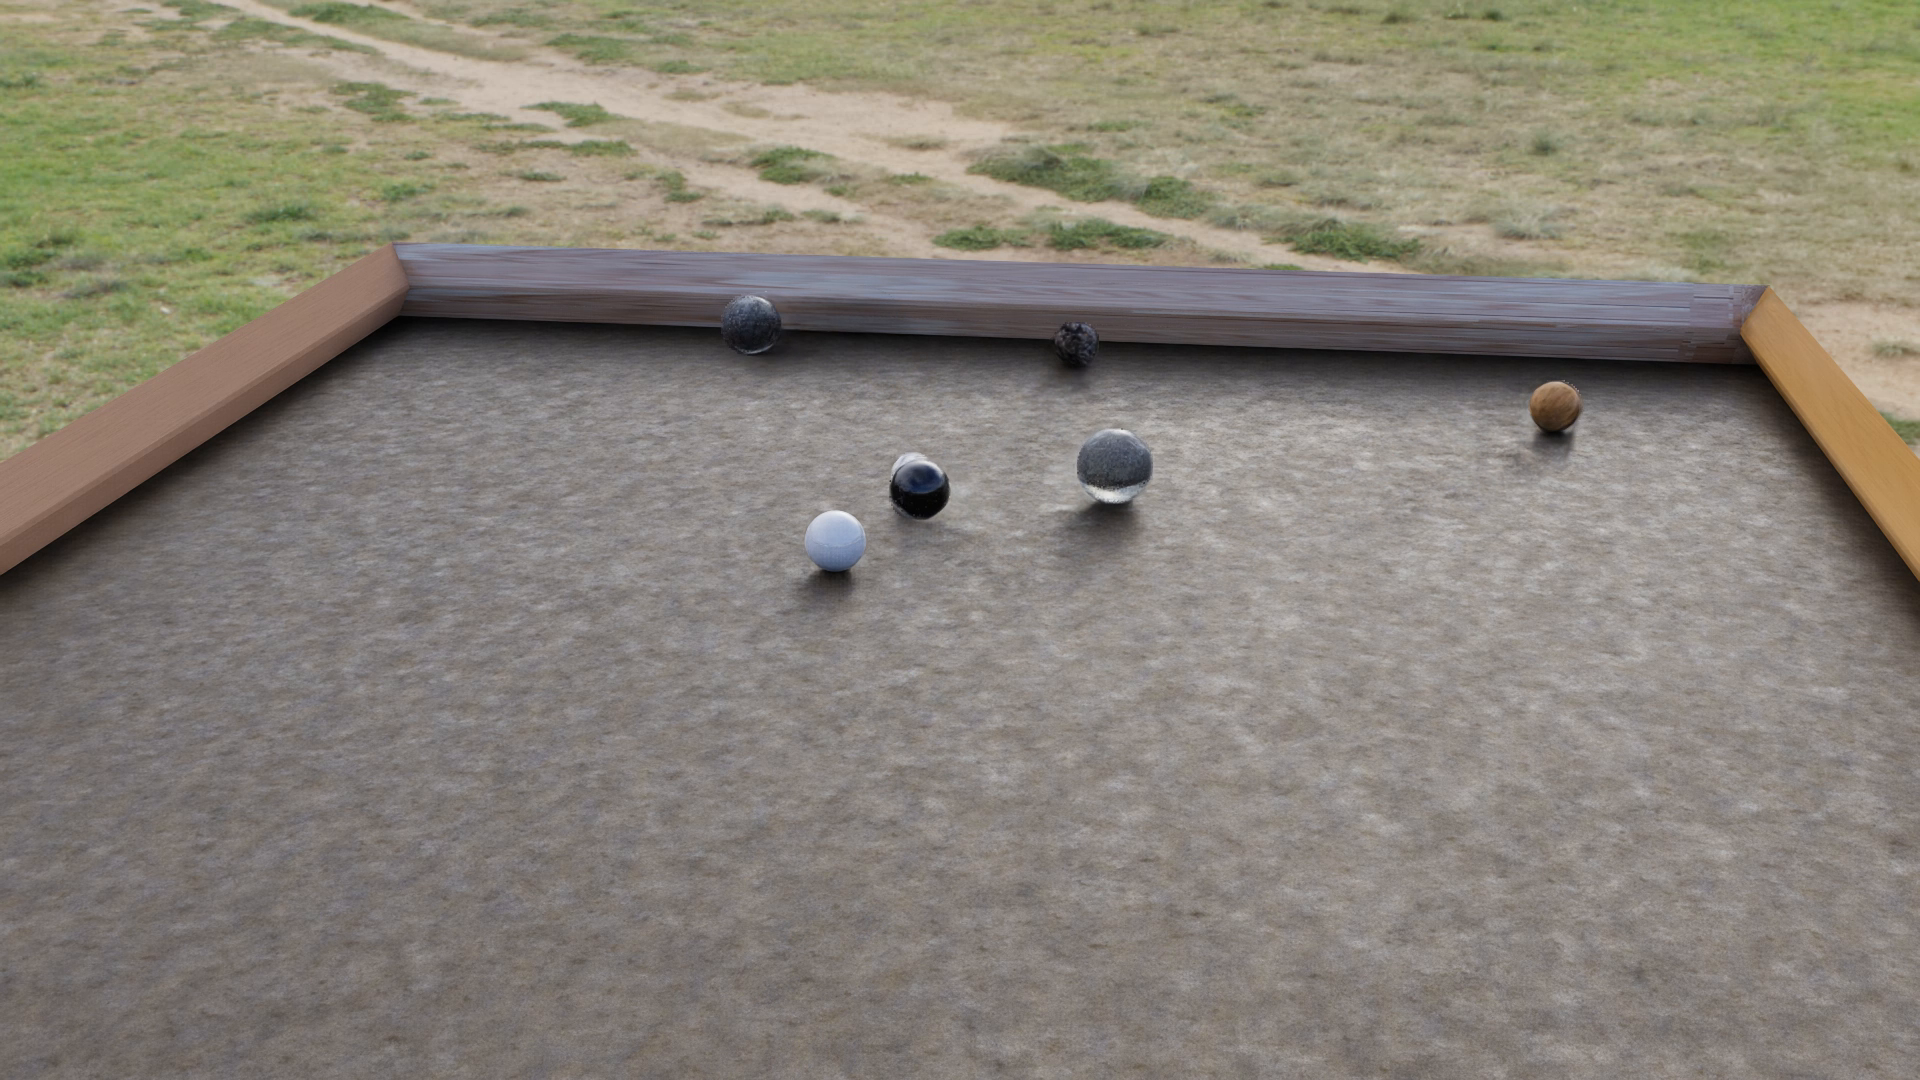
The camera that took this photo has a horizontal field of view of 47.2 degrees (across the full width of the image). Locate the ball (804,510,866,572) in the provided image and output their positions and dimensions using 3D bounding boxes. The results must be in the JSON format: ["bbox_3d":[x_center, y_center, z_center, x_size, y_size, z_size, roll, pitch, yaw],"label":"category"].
[{"bbox_3d":[-0.151,0.001,2.660,0.075,0.075,0.075,0,20,0],"label":"ball"}]

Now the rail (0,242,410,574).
[{"bbox_3d":[-1.265,0.293,1.781,0.045,0.129,4.380,3,20,8],"label":"rail"}]

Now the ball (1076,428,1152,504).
[{"bbox_3d":[0.202,-0.097,2.891,0.099,0.099,0.099,0,20,0],"label":"ball"}]

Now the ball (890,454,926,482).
[{"bbox_3d":[-0.063,-0.085,2.917,0.059,0.059,0.059,0,20,0],"label":"ball"}]

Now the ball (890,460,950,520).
[{"bbox_3d":[-0.051,-0.065,2.836,0.078,0.078,0.078,0,20,0],"label":"ball"}]

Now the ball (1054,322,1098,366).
[{"bbox_3d":[0.186,-0.314,3.528,0.069,0.069,0.069,0,20,0],"label":"ball"}]

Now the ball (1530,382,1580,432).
[{"bbox_3d":[0.864,-0.194,3.195,0.072,0.072,0.072,0,20,0],"label":"ball"}]

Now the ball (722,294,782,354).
[{"bbox_3d":[-0.340,-0.353,3.594,0.095,0.095,0.095,0,20,0],"label":"ball"}]

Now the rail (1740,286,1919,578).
[{"bbox_3d":[0.960,0.401,1.488,0.045,0.129,4.380,3,20,8],"label":"rail"}]

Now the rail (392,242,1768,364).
[{"bbox_3d":[0.149,-0.391,3.649,2.294,0.129,0.045,3,20,8],"label":"rail"}]
